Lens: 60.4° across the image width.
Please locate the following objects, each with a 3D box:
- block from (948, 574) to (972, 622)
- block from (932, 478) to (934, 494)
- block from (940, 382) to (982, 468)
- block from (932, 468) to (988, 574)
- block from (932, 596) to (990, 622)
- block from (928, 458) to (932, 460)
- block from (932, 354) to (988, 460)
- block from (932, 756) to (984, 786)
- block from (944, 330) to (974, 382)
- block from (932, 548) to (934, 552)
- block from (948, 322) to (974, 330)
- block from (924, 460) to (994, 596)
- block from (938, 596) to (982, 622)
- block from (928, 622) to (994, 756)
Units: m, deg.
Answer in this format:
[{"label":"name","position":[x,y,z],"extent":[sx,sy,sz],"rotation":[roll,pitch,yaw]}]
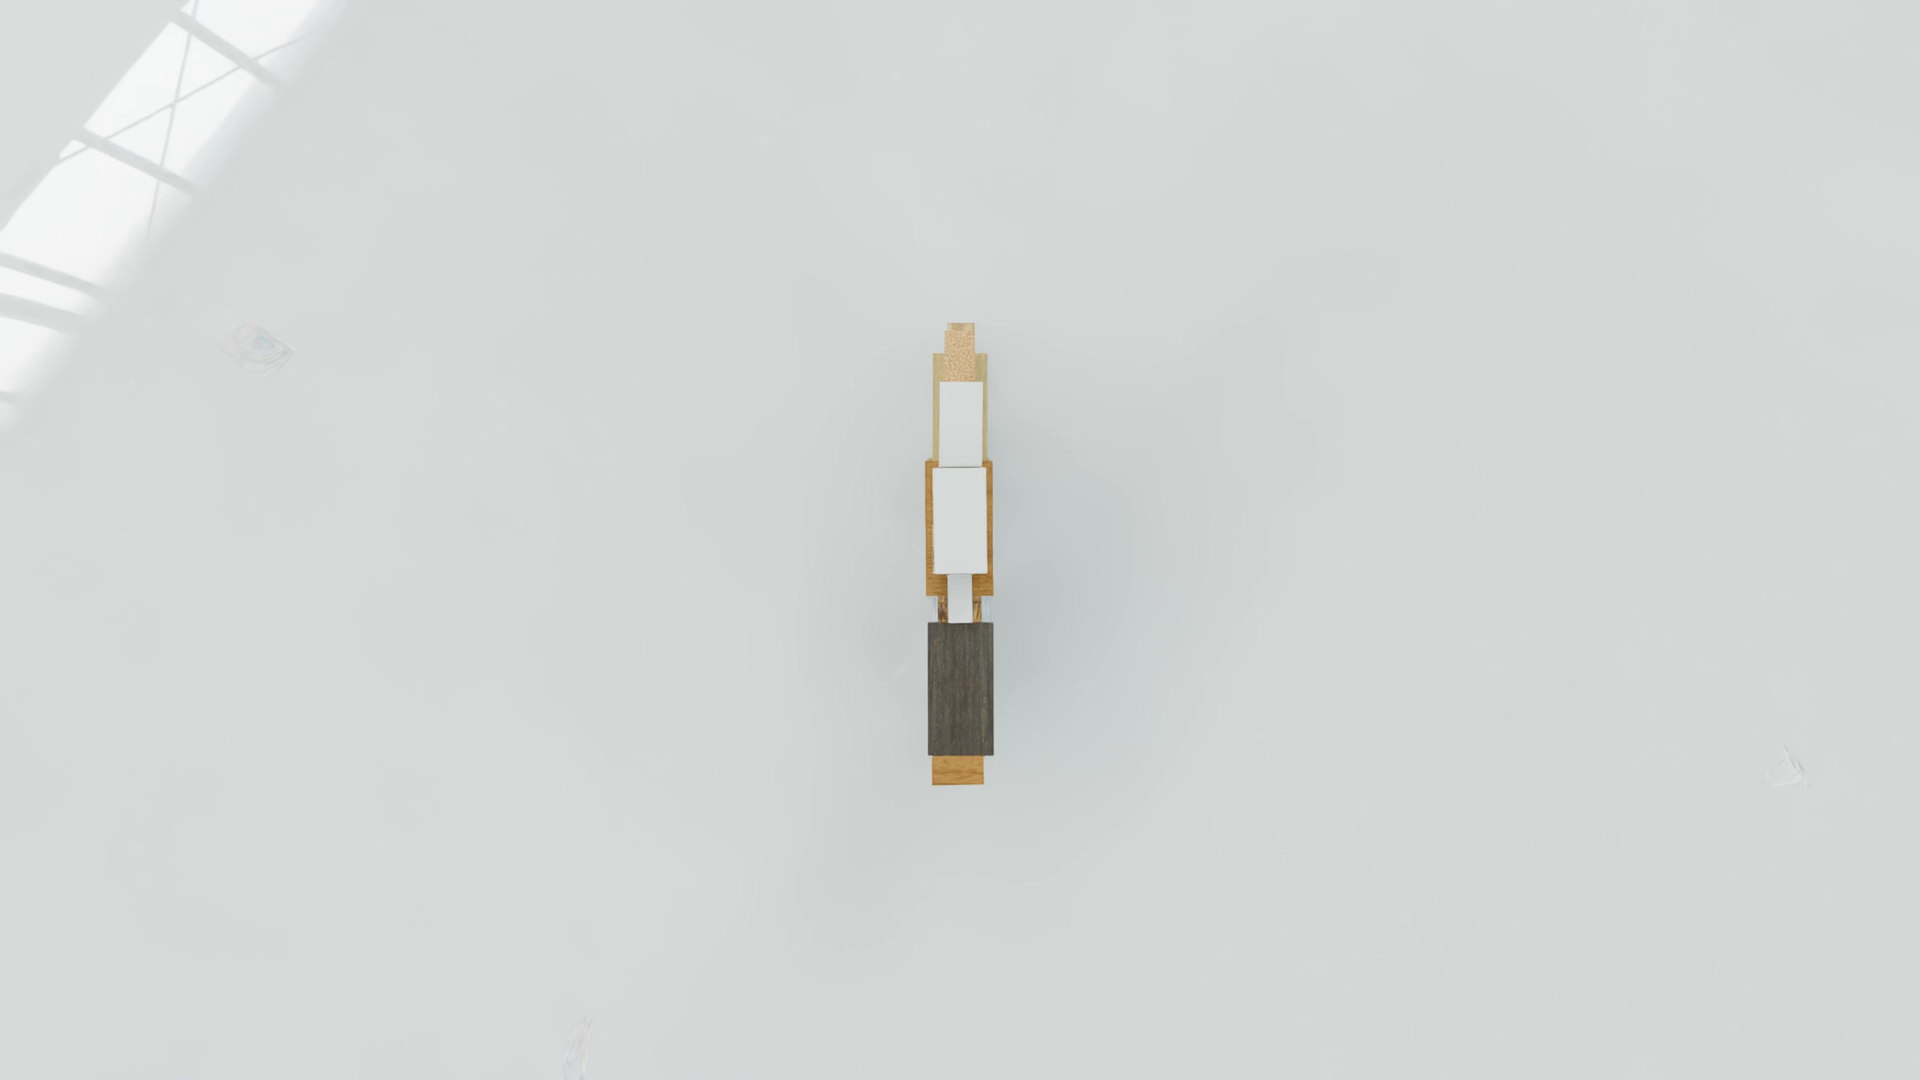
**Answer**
[{"label":"block","position":[0.000,0.147,4.167],"extent":[0.061,0.017,0.122],"rotation":[-1,90,0]},{"label":"block","position":[-0.003,-0.132,4.169],"extent":[0.128,0.257,0.036],"rotation":[0,90,0]},{"label":"block","position":[0.002,-0.284,4.073],"extent":[0.105,0.030,0.210],"rotation":[0,90,0]},{"label":"block","position":[0.000,-0.047,4.023],"extent":[0.128,0.036,0.257],"rotation":[-1,90,0]},{"label":"block","position":[0.003,0.112,5.122],"extent":[0.176,0.050,0.353],"rotation":[0,90,0]},{"label":"block","position":[-0.005,-0.060,4.725],"extent":[0.174,0.049,0.347],"rotation":[0,90,0]},{"label":"block","position":[0.000,-0.363,4.571],"extent":[0.152,0.043,0.304],"rotation":[0,90,0]},{"label":"block","position":[-0.008,0.549,4.708],"extent":[0.148,0.042,0.296],"rotation":[-1,90,0]},{"label":"block","position":[-0.001,-0.474,4.377],"extent":[0.081,0.023,0.161],"rotation":[1,90,0]},{"label":"block","position":[-0.002,0.039,4.170],"extent":[0.128,0.257,0.036],"rotation":[0,90,0]},{"label":"block","position":[0.004,-0.609,5.310],"extent":[0.089,0.025,0.177],"rotation":[0,90,0]},{"label":"block","position":[-0.002,-0.031,4.323],"extent":[0.176,0.050,0.353],"rotation":[0,90,0]},{"label":"block","position":[0.000,0.274,4.616],"extent":[0.123,0.035,0.246],"rotation":[-1,90,0]},{"label":"block","position":[0.002,0.382,4.234],"extent":[0.170,0.048,0.339],"rotation":[0,89,0]}]
